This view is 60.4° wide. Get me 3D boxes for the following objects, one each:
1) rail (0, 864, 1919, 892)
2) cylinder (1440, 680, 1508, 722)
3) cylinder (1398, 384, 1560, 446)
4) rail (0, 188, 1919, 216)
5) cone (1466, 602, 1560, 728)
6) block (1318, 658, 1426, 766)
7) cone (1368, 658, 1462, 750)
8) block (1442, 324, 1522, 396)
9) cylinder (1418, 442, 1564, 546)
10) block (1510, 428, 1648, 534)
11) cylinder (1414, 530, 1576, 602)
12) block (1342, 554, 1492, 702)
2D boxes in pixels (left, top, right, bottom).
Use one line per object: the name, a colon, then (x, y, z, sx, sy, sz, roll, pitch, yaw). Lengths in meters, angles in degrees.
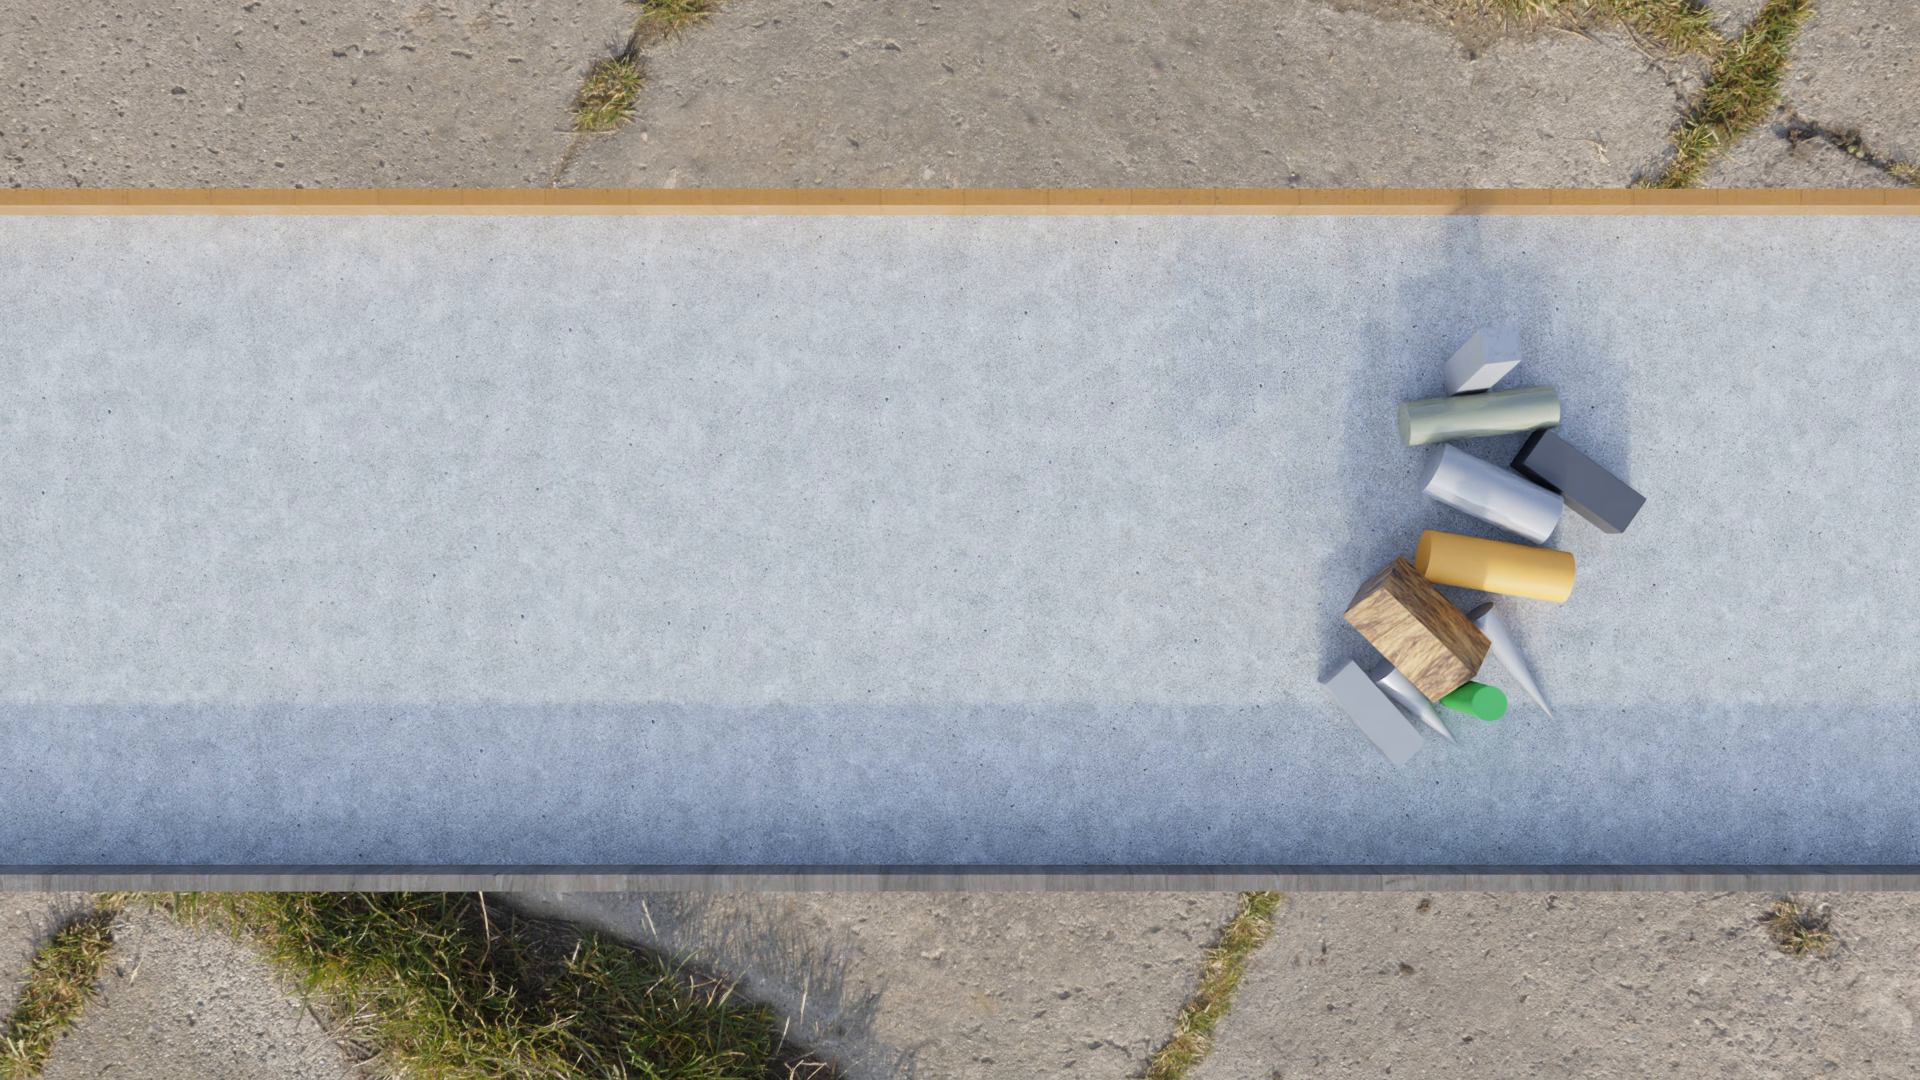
rail: (-2.247, 1.025, 5.001, 12.000, 0.150, 0.050, 0, 90, 0)
cylinder: (1.519, 0.469, 4.900, 0.101, 0.352, 0.101, 0, 90, 0)
cylinder: (1.573, -0.379, 5.009, 0.451, 0.136, 0.136, -7, 90, 0)
rail: (-2.247, -1.025, 5.002, 12.000, 0.150, 0.050, 0, 90, 0)
cone: (1.713, 0.398, 5.051, 0.102, 0.102, 0.448, -36, 97, 0)
block: (1.253, 0.523, 5.021, 0.111, 0.111, 0.334, -42, 90, 0)
cone: (1.417, 0.517, 5.046, 0.122, 0.122, 0.365, -45, 99, 0)
block: (1.537, -0.521, 4.873, 0.104, 0.394, 0.104, -7, 80, 0)
cylinder: (1.604, -0.141, 4.993, 0.389, 0.167, 0.167, 24, 90, 0)
block: (1.877, -0.177, 5.013, 0.365, 0.128, 0.128, 35, 90, 0)
cylinder: (1.619, 0.080, 4.998, 0.436, 0.157, 0.157, 9, 90, 0)
block: (1.372, 0.267, 4.949, 0.379, 0.180, 0.180, 44, 45, 0)
